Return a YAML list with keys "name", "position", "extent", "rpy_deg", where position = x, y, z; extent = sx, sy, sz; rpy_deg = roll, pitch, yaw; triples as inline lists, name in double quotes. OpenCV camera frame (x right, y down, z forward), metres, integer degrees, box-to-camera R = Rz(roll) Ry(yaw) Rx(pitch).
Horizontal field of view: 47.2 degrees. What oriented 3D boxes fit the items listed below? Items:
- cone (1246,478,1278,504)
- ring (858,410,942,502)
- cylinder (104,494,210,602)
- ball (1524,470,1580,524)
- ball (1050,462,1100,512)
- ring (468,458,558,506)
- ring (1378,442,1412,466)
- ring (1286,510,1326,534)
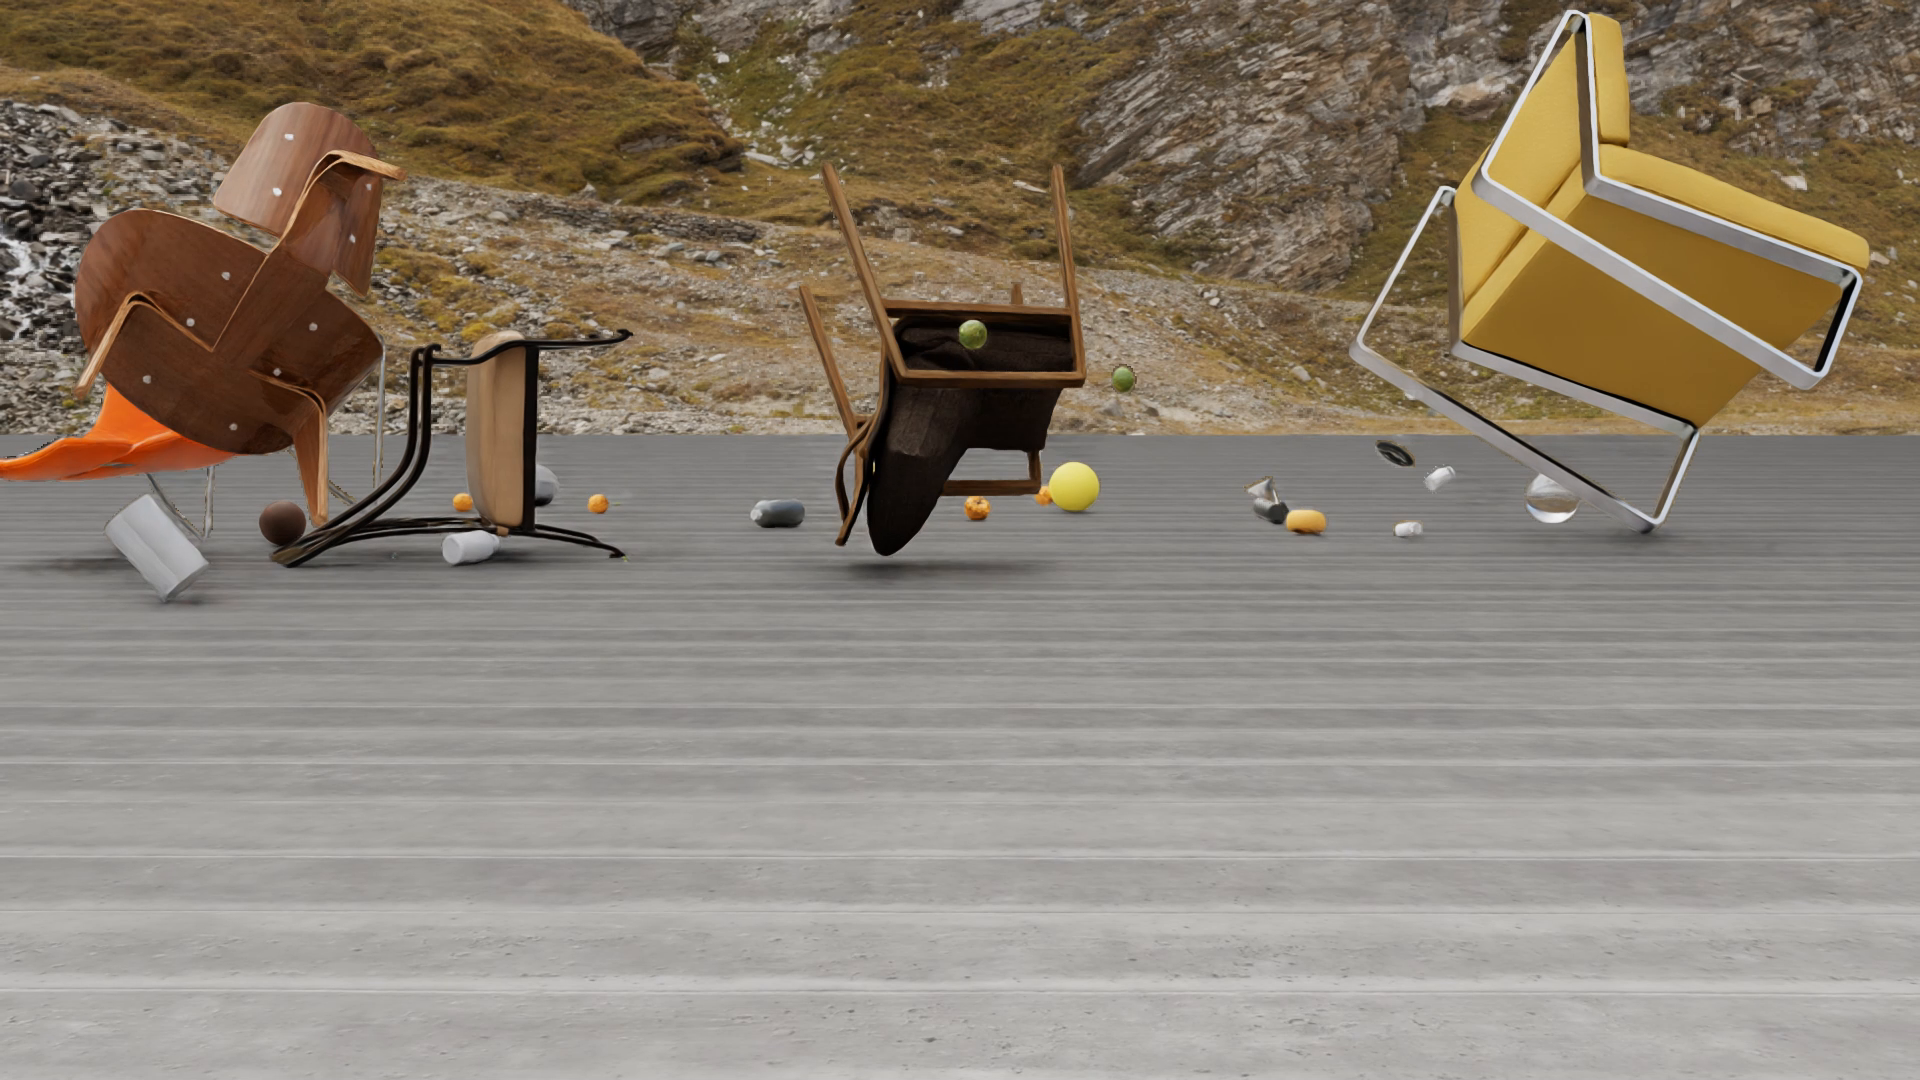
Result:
- name: "cone"
  position: [0.980, -0.168, 7.040]
  extent: [0.116, 0.066, 0.120]
  rpy_deg: [20, 7, -35]
- name: "ring"
  position: [-0.212, -0.292, 7.667]
  extent: [0.277, 0.358, 0.044]
  rpy_deg: [-33, -16, 0]
- name: "cylinder"
  position: [-1.698, 0.017, 4.649]
  extent: [0.123, 0.192, 0.091]
  rpy_deg: [-41, 1, 6]
- name: "ball"
  position: [1.980, -0.144, 7.353]
  extent: [0.177, 0.177, 0.177]
  rpy_deg: [0, 4, 0]
- name: "ball"
  position: [0.418, -0.195, 8.047]
  extent: [0.182, 0.182, 0.182]
  rpy_deg: [0, 4, 0]
- name: "ring"
  position: [-1.708, -0.223, 8.398]
  extent: [0.348, 0.135, 0.345]
  rpy_deg: [-1, -13, 43]
- name: "ring"
  position: [1.546, -0.304, 7.815]
  extent: [0.147, 0.022, 0.132]
  rpy_deg: [23, -19, 42]
- name: "ring"
  position: [1.069, -0.056, 6.793]
  extent: [0.122, 0.060, 0.162]
  rpy_deg: [4, -8, 9]
